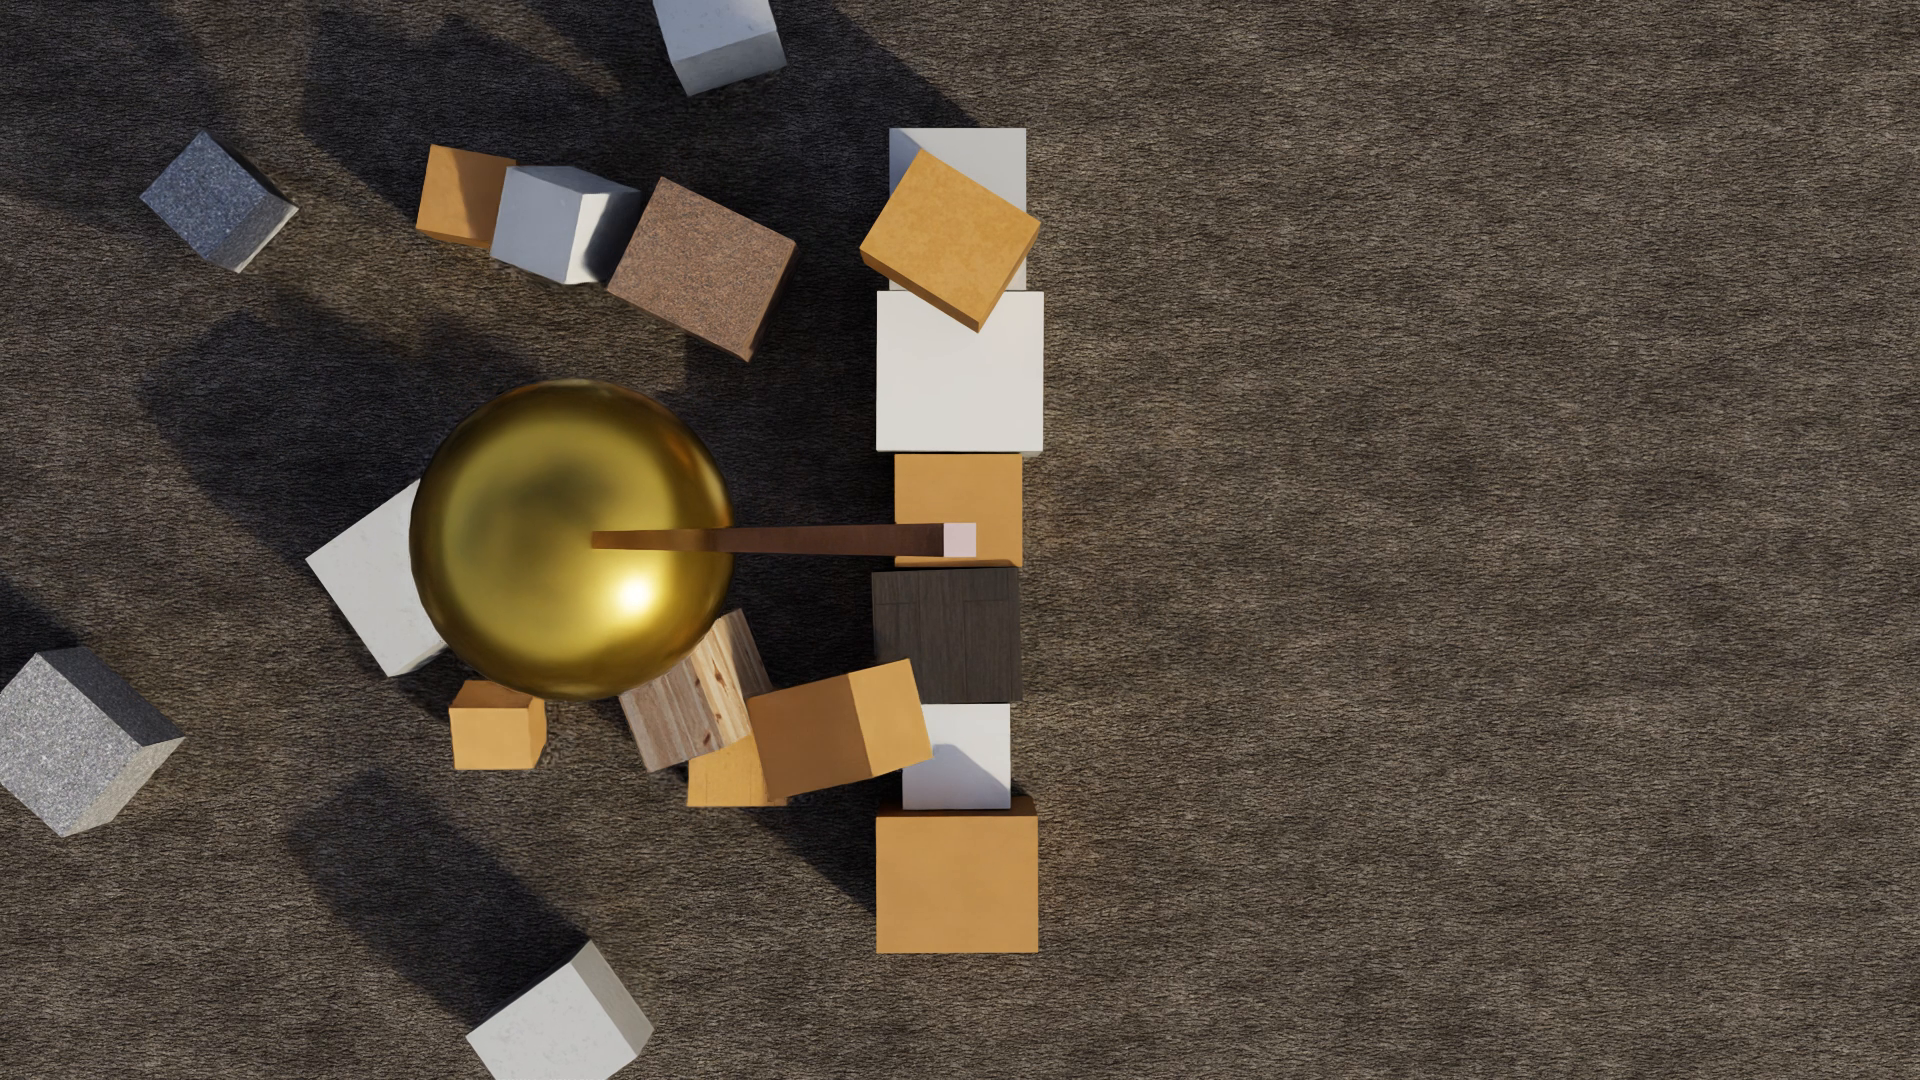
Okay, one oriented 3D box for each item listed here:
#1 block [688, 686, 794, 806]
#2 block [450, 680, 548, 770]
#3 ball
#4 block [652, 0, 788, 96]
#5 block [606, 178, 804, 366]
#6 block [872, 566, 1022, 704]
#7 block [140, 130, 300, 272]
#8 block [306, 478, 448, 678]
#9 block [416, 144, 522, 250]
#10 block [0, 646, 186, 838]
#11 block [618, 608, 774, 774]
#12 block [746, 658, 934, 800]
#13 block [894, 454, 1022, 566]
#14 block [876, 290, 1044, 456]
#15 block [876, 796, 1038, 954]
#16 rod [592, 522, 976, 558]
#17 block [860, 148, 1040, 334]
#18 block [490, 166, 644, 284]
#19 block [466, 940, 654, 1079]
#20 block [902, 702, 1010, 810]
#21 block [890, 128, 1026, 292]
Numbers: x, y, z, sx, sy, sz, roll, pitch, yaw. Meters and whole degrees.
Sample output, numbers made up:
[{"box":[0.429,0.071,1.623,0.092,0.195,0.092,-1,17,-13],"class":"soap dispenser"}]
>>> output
[{"box":[-1.257,1.186,12.717,0.564,0.566,0.639,0,90,0],"class":"block"},{"box":[-2.669,1.066,12.737,0.448,0.401,0.383,0,110,2],"class":"block"},{"box":[-1.903,0.000,10.859,1.600,1.600,1.600,0,90,0],"class":"ball"},{"box":[-1.409,-3.036,12.635,0.619,0.671,0.646,-17,85,-1],"class":"block"},{"box":[-1.448,-1.529,12.625,0.822,0.749,0.707,26,90,0],"class":"block"},{"box":[-0.072,0.539,12.637,0.821,0.726,0.748,-2,90,0],"class":"block"},{"box":[-4.273,-1.949,12.717,0.517,0.553,0.523,43,90,1],"class":"block"},{"box":[-3.093,0.198,12.655,0.832,0.689,0.810,-35,90,0],"class":"block"},{"box":[-2.821,-1.975,12.776,0.493,0.448,0.489,10,90,0],"class":"block"},{"box":[-5.094,1.147,12.648,0.796,0.704,0.680,42,90,0],"class":"block"},{"box":[-1.446,0.817,12.016,0.529,0.638,0.638,-20,93,27],"class":"block"},{"box":[-0.653,1.030,12.010,0.676,0.653,0.563,-15,87,29],"class":"block"},{"box":[-0.008,-0.165,12.653,0.712,0.695,0.631,0,90,0],"class":"block"},{"box":[0.000,-0.932,12.561,0.917,0.879,0.876,0,90,0],"class":"block"},{"box":[-0.016,1.893,12.535,0.887,0.930,0.747,0,90,0],"class":"block"},{"box":[-0.824,0.000,7.634,0.080,5.200,0.080,0,90,-18],"class":"rod"},{"box":[-0.052,-1.588,11.773,0.736,0.637,0.613,32,90,0],"class":"block"},{"box":[-2.245,-1.806,12.567,0.535,0.585,0.520,22,108,22],"class":"block"},{"box":[-2.287,2.835,12.651,0.719,0.698,0.653,-35,90,0],"class":"block"},{"box":[-0.021,1.215,12.663,0.604,0.673,0.588,0,90,0],"class":"block"},{"box":[-0.012,-1.820,12.546,0.751,0.909,0.887,0,90,0],"class":"block"}]
